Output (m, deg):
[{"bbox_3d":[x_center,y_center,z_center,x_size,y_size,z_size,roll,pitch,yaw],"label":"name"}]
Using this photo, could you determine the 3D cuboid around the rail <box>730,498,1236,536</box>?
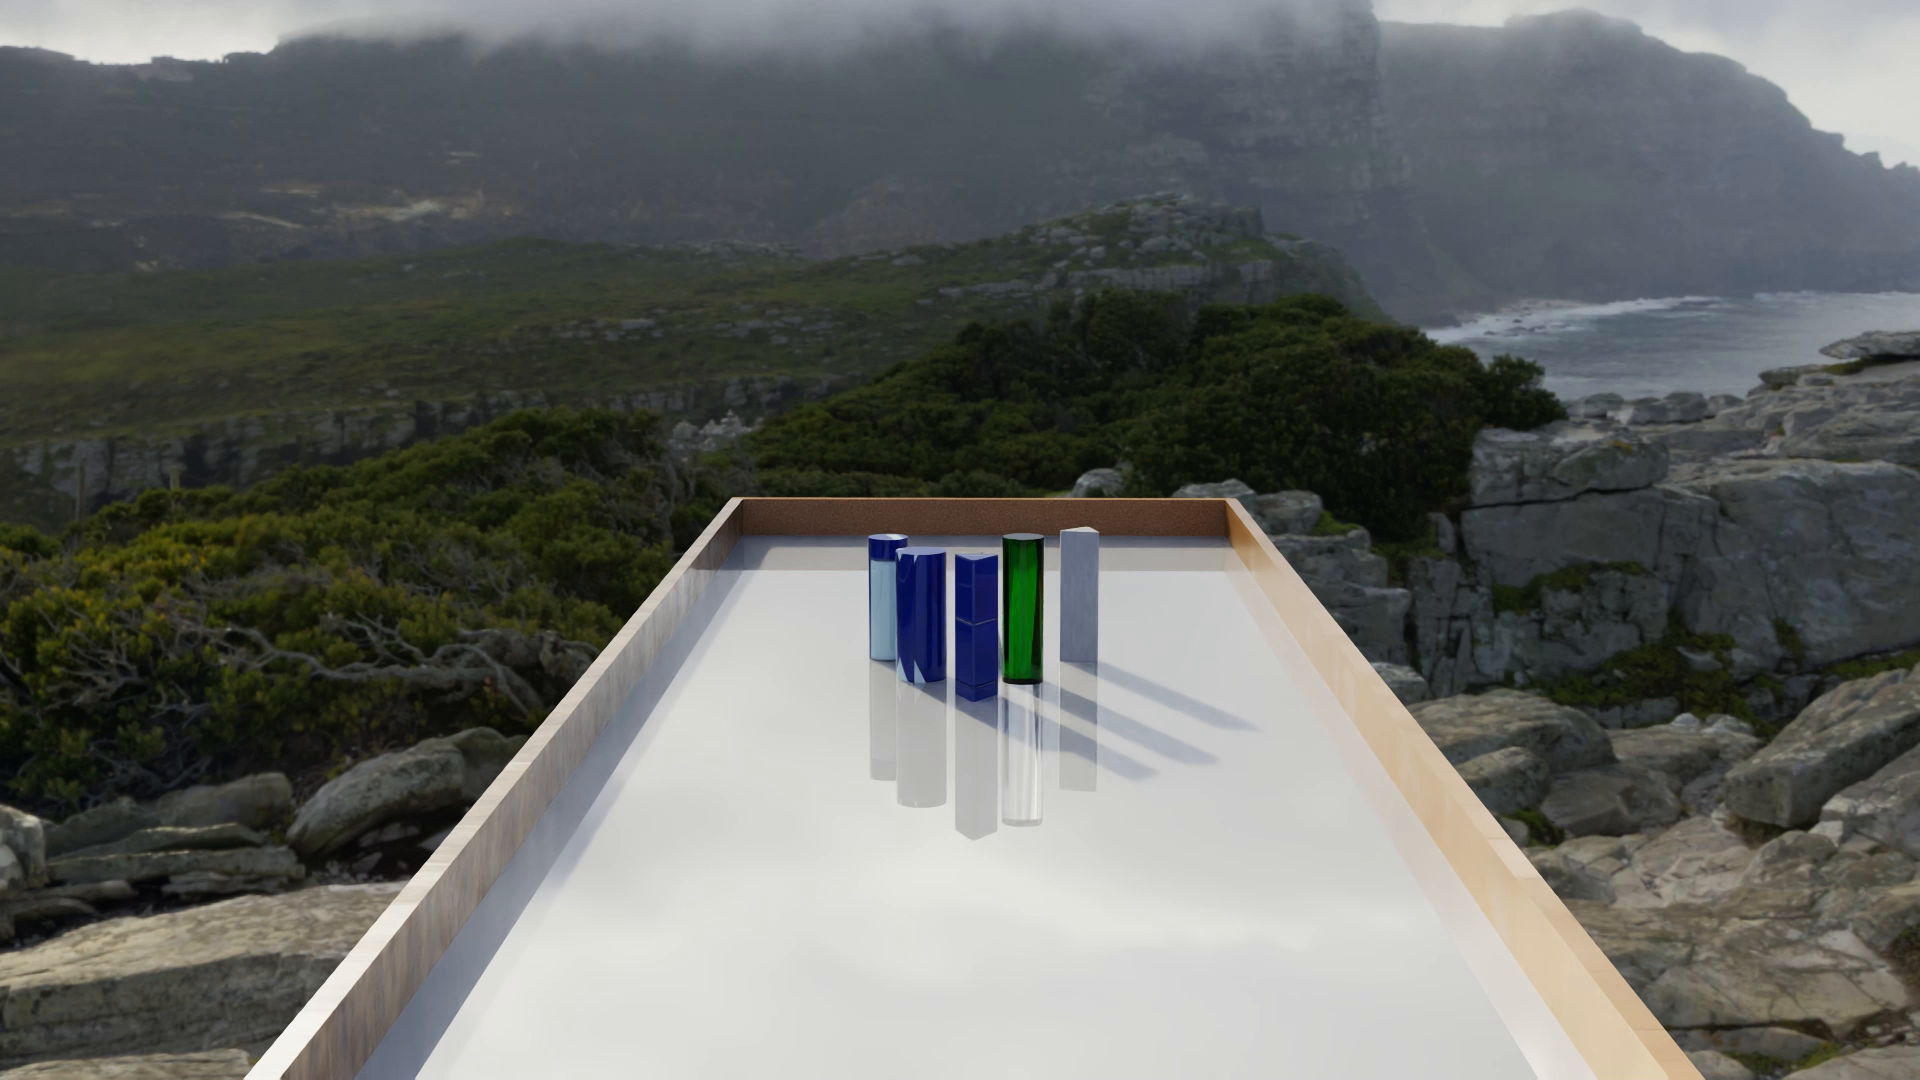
[{"bbox_3d":[0.099,-0.098,9.147,2.100,0.150,0.050,0,9,1],"label":"rail"}]

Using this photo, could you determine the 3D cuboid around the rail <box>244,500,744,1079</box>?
[{"bbox_3d":[-1.004,0.839,3.234,0.050,0.150,12.000,0,9,1],"label":"rail"}]

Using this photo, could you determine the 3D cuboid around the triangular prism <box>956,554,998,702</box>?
[{"bbox_3d":[0.030,0.242,6.198,0.104,0.402,0.120,6,11,35],"label":"triangular prism"}]

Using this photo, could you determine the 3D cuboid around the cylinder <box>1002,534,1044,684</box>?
[{"bbox_3d":[0.183,0.200,6.389,0.121,0.426,0.121,0,9,0],"label":"cylinder"}]

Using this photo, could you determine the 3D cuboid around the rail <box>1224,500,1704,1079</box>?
[{"bbox_3d":[1.046,0.843,3.208,0.050,0.150,12.000,0,9,1],"label":"rail"}]

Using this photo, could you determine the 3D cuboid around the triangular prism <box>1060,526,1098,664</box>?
[{"bbox_3d":[0.374,0.165,6.688,0.118,0.401,0.102,3,9,17],"label":"triangular prism"}]

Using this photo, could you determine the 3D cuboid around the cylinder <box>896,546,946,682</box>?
[{"bbox_3d":[-0.114,0.217,6.438,0.150,0.377,0.150,0,9,0],"label":"cylinder"}]

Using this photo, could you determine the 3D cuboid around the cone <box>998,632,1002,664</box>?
[{"bbox_3d":[0.066,0.198,6.666,0.144,0.343,0.144,0,9,0],"label":"cone"}]

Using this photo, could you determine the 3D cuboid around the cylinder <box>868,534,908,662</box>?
[{"bbox_3d":[-0.218,0.175,6.709,0.121,0.374,0.121,0,9,0],"label":"cylinder"}]
